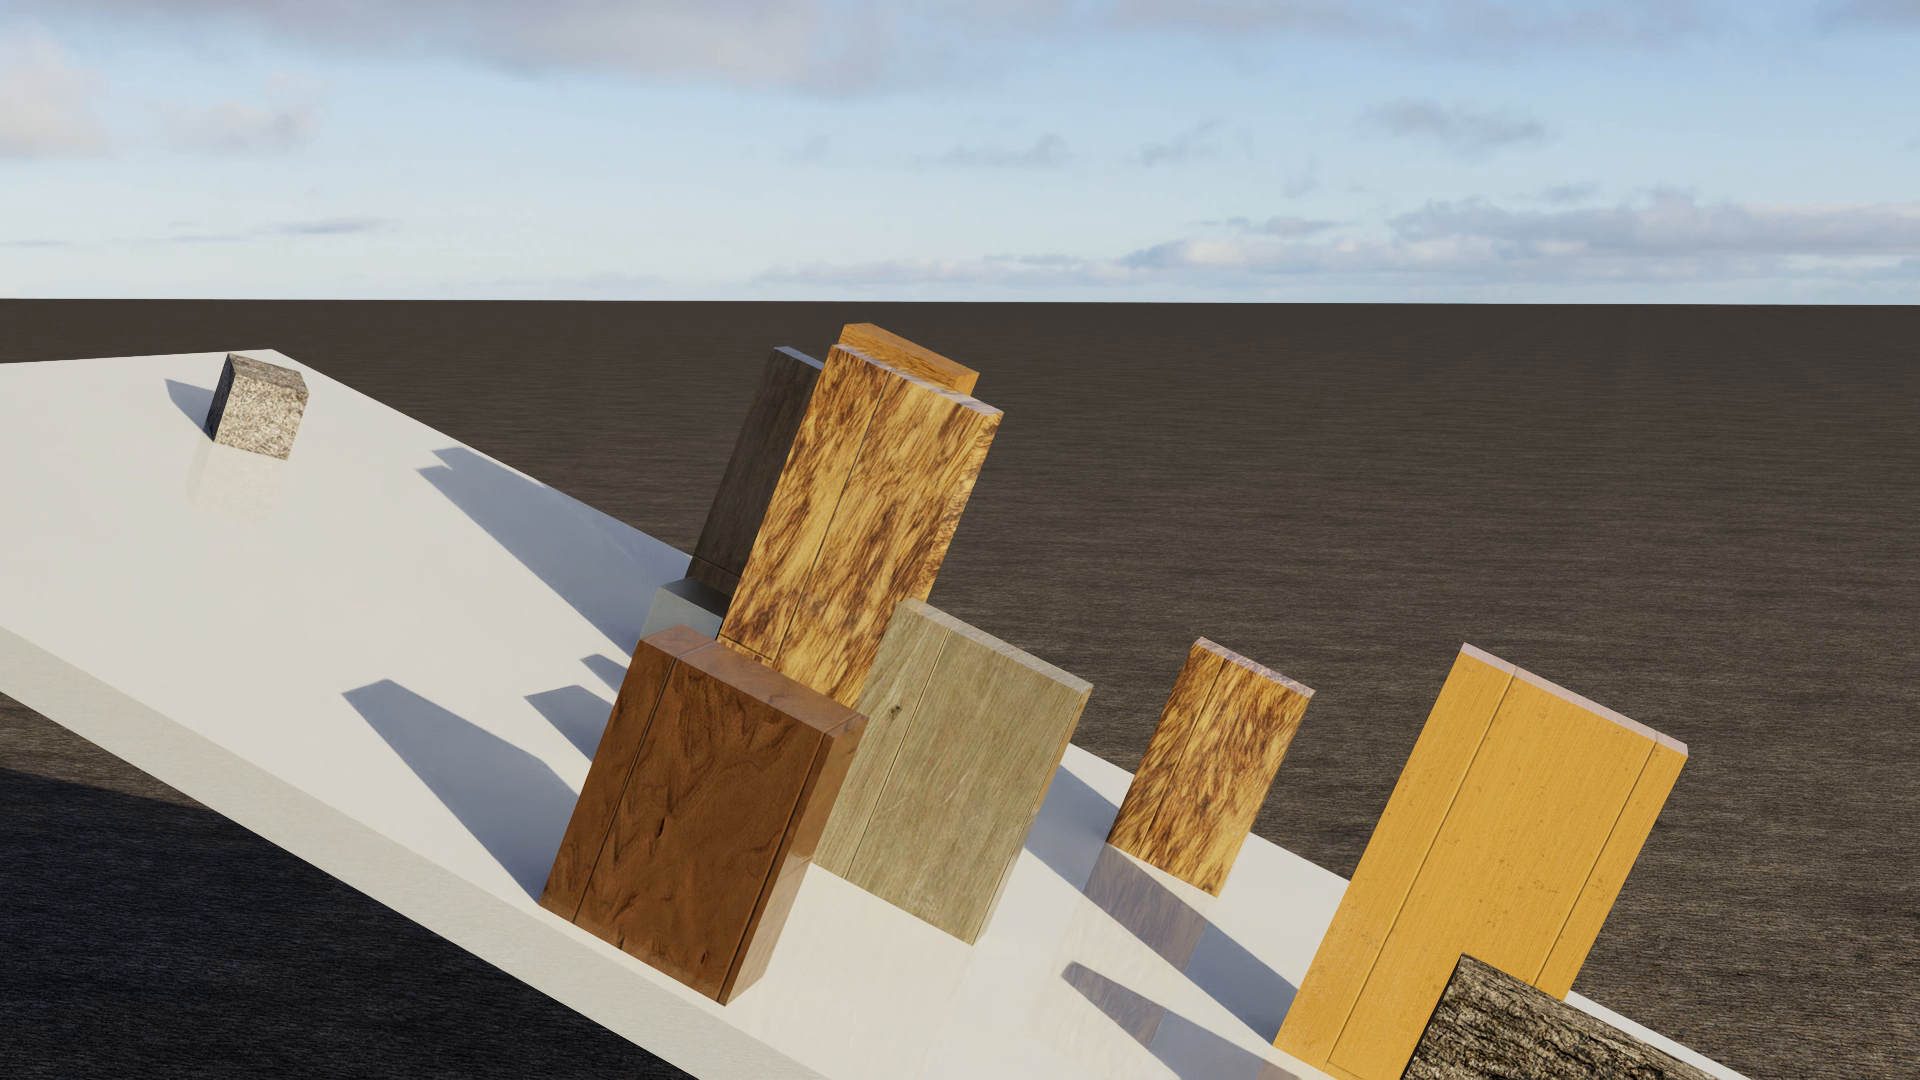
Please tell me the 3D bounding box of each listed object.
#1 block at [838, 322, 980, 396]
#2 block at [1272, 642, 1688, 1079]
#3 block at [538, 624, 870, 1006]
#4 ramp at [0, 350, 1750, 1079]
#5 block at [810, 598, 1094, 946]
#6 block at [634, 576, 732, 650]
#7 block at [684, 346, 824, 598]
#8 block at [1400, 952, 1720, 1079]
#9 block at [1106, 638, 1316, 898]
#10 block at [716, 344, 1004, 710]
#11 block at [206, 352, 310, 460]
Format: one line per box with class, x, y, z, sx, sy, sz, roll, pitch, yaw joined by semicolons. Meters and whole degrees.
block;-0.241;-0.020;4.431;0.252;0.794;0.143;25;13;13
block;0.884;0.616;3.777;0.401;0.780;0.095;25;13;13
block;-0.382;0.404;3.267;0.326;0.446;0.148;25;13;13
ramp;-0.294;0.515;4.187;4.000;0.100;2.000;25;13;13
block;-0.031;0.397;3.785;0.352;0.489;0.080;25;13;13
block;-0.548;0.186;4.522;0.153;0.153;0.153;26;13;13
block;-0.392;-0.097;4.909;0.271;0.607;0.090;25;13;13
block;0.864;0.918;3.307;0.437;0.431;0.093;25;13;13
block;0.509;0.463;4.486;0.255;0.459;0.084;25;13;13
block;-0.223;0.044;4.244;0.327;0.775;0.124;25;13;13
block;-1.531;-0.291;4.793;0.159;0.159;0.159;15;15;-29
